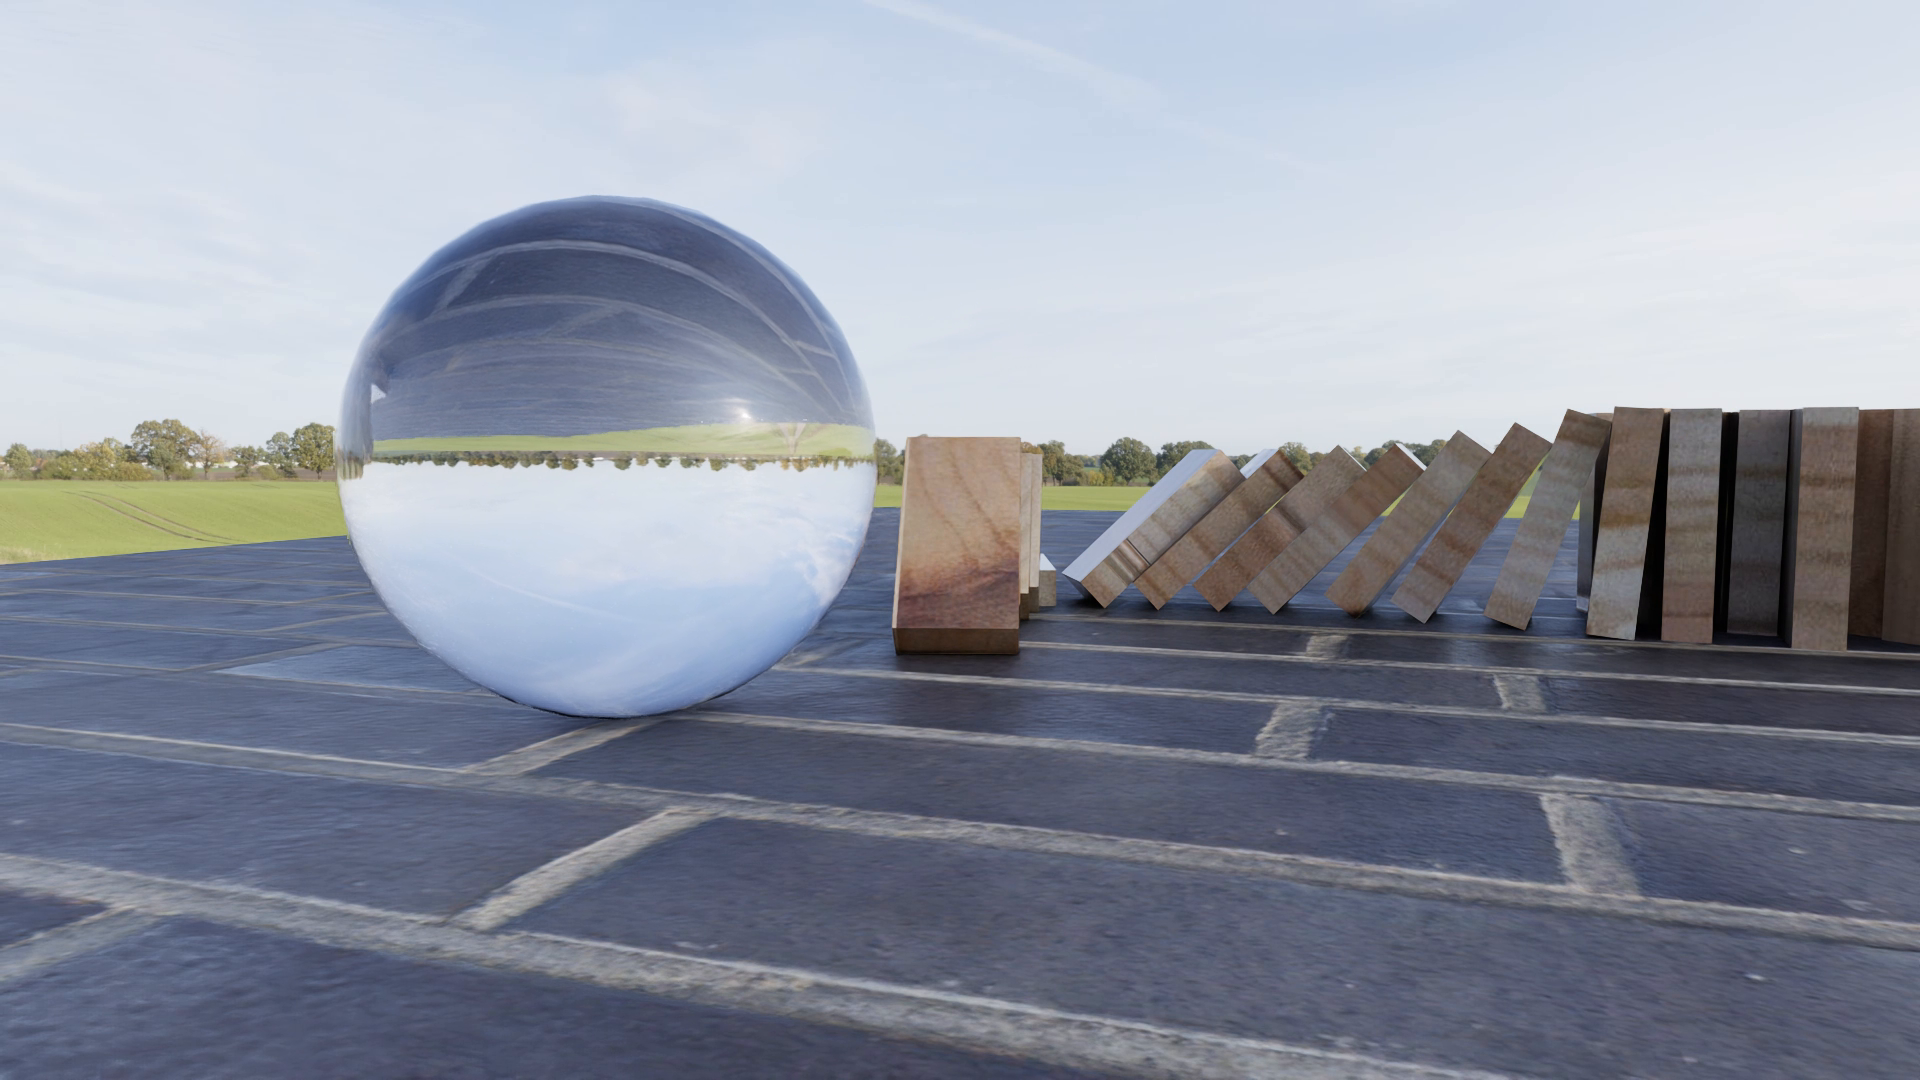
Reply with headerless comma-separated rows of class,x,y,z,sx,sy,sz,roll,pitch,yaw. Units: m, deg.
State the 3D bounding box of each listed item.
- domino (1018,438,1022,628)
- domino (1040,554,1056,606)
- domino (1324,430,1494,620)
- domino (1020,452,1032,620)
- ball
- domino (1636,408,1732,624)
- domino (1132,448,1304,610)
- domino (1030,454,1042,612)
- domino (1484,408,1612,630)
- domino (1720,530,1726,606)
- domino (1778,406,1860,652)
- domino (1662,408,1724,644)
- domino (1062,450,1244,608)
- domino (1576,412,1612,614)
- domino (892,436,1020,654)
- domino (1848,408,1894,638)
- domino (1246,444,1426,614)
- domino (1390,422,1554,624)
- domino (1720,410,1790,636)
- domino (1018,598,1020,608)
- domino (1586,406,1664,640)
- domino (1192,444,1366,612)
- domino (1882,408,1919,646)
domino,0.002,-0.003,0.309,0.025,0.050,0.010,0,-37,3
domino,0.013,0.011,0.361,0.025,0.010,0.050,0,4,0
domino,0.111,-0.004,0.316,0.009,0.050,0.025,41,20,18
domino,0.005,-0.002,0.325,0.025,0.010,0.050,0,45,5
ball,-0.053,-0.012,0.199,0.080,0.080,0.080,0,4,0
domino,0.170,-0.006,0.305,0.025,0.050,0.009,0,4,-26
domino,0.067,-0.003,0.339,0.050,0.010,0.025,-43,0,6
domino,0.009,-0.003,0.339,0.025,0.009,0.050,0,45,5
domino,0.138,-0.005,0.300,0.009,0.050,0.025,23,13,23
domino,0.203,-0.008,0.341,0.009,0.050,0.025,0,4,3
domino,0.183,-0.003,0.274,0.010,0.050,0.025,2,5,26
domino,0.163,-0.004,0.285,0.009,0.050,0.025,3,5,31
domino,0.051,-0.004,0.343,0.050,0.009,0.025,-43,7,-2
domino,0.170,-0.007,0.321,0.025,0.050,0.010,0,3,7
domino,0.000,0.000,0.272,0.025,0.050,0.010,0,-37,3
domino,0.201,-0.004,0.291,0.009,0.050,0.025,-2,5,-29
domino,0.096,-0.003,0.325,0.010,0.050,0.025,47,19,13
domino,0.124,-0.004,0.309,0.010,0.050,0.025,36,18,20
domino,0.183,-0.005,0.295,0.010,0.050,0.025,3,5,28
domino,0.001,-0.001,0.284,0.025,0.050,0.009,0,-37,3
domino,0.149,-0.004,0.288,0.010,0.050,0.025,7,7,26
domino,0.083,-0.003,0.331,0.009,0.050,0.025,46,15,9
domino,0.209,-0.002,0.267,0.009,0.050,0.025,-1,5,-18
